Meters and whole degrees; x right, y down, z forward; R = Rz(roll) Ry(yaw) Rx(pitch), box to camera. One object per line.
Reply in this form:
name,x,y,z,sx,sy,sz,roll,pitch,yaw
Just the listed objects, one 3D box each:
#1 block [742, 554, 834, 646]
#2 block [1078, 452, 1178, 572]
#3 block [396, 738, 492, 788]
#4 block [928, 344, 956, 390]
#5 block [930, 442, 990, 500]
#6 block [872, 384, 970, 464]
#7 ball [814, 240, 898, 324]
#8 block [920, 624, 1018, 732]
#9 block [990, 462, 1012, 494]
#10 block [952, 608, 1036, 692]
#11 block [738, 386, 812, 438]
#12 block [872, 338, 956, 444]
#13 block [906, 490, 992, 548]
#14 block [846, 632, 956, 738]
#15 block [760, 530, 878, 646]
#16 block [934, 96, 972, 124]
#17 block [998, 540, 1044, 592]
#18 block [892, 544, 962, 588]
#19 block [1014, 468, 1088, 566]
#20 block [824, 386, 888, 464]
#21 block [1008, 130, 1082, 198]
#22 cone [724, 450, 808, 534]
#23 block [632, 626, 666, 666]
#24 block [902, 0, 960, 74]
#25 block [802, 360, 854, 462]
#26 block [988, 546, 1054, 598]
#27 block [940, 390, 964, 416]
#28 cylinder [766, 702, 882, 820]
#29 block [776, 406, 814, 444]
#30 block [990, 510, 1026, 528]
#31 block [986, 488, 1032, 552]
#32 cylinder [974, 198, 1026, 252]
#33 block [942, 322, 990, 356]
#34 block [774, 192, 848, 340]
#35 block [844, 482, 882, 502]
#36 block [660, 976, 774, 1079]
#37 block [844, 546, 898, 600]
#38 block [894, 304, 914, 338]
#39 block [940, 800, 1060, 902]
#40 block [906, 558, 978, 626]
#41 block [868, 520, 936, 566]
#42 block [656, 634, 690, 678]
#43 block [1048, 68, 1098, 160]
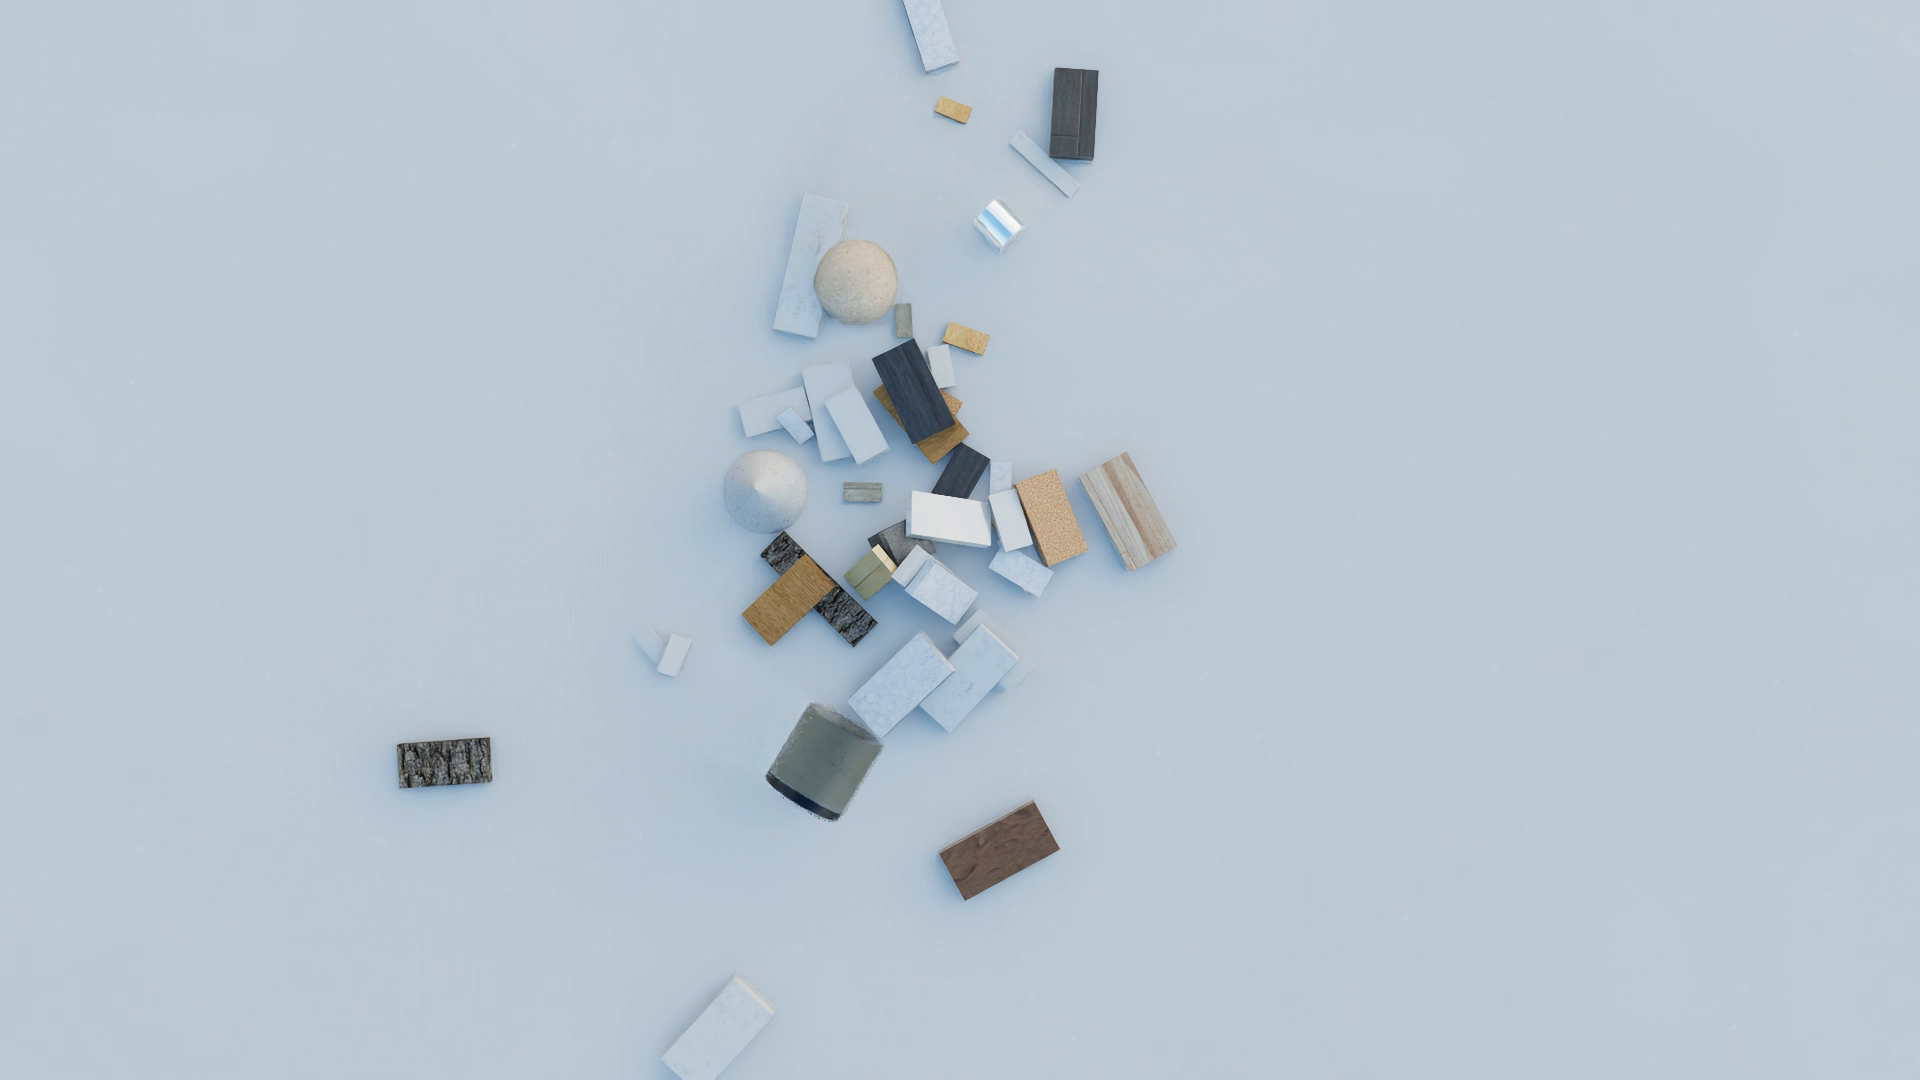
block,-0.568,0.200,5.454,0.291,0.041,0.145,-43,90,10
block,0.557,-0.094,5.475,0.179,0.051,0.358,-28,90,0
block,-1.712,0.740,5.479,0.298,0.041,0.145,-4,90,0
block,-0.062,-0.574,5.479,0.071,0.020,0.141,-10,84,-6
block,-0.006,-0.196,5.484,0.116,0.033,0.232,30,90,0
block,-0.128,-0.420,5.462,0.156,0.044,0.311,-40,92,7
ball,-0.337,-0.840,5.364,0.272,0.272,0.272,0,90,0
block,0.019,0.456,5.449,0.168,0.048,0.337,42,99,0
block,0.135,-0.187,5.490,0.072,0.020,0.143,2,90,0
block,0.114,0.364,5.481,0.264,0.037,0.132,44,90,0
block,-0.613,-0.425,5.484,0.226,0.032,0.113,-16,90,0
block,-0.151,-0.487,5.412,0.156,0.044,0.311,-25,94,6
block,-0.036,-0.067,5.399,0.291,0.041,0.145,8,73,-26
block,-0.194,0.480,5.436,0.337,0.048,0.168,-44,82,10
block,-0.469,0.163,5.484,0.439,0.032,0.113,44,90,0
block,-0.022,-1.432,5.492,0.112,0.016,0.056,22,90,0
block,0.211,0.066,5.486,0.097,0.028,0.194,-29,90,0
block,-0.107,0.124,5.383,0.132,0.264,0.037,-51,53,0
block,0.300,-0.074,5.464,0.146,0.041,0.293,-22,90,-12
block,-0.340,-0.378,5.439,0.116,0.033,0.232,-28,90,0
block,0.283,-1.251,5.492,0.273,0.016,0.056,42,90,0
cone,-0.648,-0.161,5.358,0.285,0.285,0.285,0,90,0
block,-1.025,0.351,5.491,0.063,0.018,0.125,-40,90,0
block,-0.123,-1.775,5.484,0.116,0.033,0.426,-18,90,0
block,-0.413,-0.426,5.478,0.156,0.044,0.311,-13,90,0
block,0.202,0.099,5.459,0.194,0.028,0.097,31,90,0
block,-0.069,-0.463,5.490,0.141,0.020,0.071,32,90,0
cylinder,-0.442,0.718,5.359,0.279,0.279,0.279,31,90,0
block,-0.545,-0.381,5.461,0.063,0.018,0.125,-36,115,10
block,0.177,-0.075,5.473,0.143,0.020,0.072,-39,90,-14
block,0.164,-0.064,5.443,0.097,0.028,0.194,-15,84,-13
cylinder,0.130,-1.040,5.437,0.126,0.126,0.126,-44,90,0
block,0.021,-0.671,5.490,0.141,0.020,0.071,20,90,0
block,-0.496,-0.910,5.479,0.146,0.041,0.461,13,90,0
block,-0.324,-0.160,5.491,0.125,0.018,0.063,1,90,0
block,-0.804,1.644,5.475,0.179,0.051,0.358,43,90,0
block,-0.289,0.109,5.400,0.113,0.226,0.032,50,53,0
block,-0.187,-0.731,5.492,0.056,0.016,0.112,-3,90,0
block,0.131,1.029,5.475,0.358,0.051,0.179,-29,90,0
block,-0.057,0.170,5.389,0.132,0.264,0.037,-53,48,0
block,-0.191,0.018,5.406,0.140,0.140,0.140,-26,90,-26
block,-0.952,0.382,5.477,0.067,0.019,0.133,22,90,-27
block,0.377,-1.412,5.471,0.146,0.041,0.292,3,88,-2
